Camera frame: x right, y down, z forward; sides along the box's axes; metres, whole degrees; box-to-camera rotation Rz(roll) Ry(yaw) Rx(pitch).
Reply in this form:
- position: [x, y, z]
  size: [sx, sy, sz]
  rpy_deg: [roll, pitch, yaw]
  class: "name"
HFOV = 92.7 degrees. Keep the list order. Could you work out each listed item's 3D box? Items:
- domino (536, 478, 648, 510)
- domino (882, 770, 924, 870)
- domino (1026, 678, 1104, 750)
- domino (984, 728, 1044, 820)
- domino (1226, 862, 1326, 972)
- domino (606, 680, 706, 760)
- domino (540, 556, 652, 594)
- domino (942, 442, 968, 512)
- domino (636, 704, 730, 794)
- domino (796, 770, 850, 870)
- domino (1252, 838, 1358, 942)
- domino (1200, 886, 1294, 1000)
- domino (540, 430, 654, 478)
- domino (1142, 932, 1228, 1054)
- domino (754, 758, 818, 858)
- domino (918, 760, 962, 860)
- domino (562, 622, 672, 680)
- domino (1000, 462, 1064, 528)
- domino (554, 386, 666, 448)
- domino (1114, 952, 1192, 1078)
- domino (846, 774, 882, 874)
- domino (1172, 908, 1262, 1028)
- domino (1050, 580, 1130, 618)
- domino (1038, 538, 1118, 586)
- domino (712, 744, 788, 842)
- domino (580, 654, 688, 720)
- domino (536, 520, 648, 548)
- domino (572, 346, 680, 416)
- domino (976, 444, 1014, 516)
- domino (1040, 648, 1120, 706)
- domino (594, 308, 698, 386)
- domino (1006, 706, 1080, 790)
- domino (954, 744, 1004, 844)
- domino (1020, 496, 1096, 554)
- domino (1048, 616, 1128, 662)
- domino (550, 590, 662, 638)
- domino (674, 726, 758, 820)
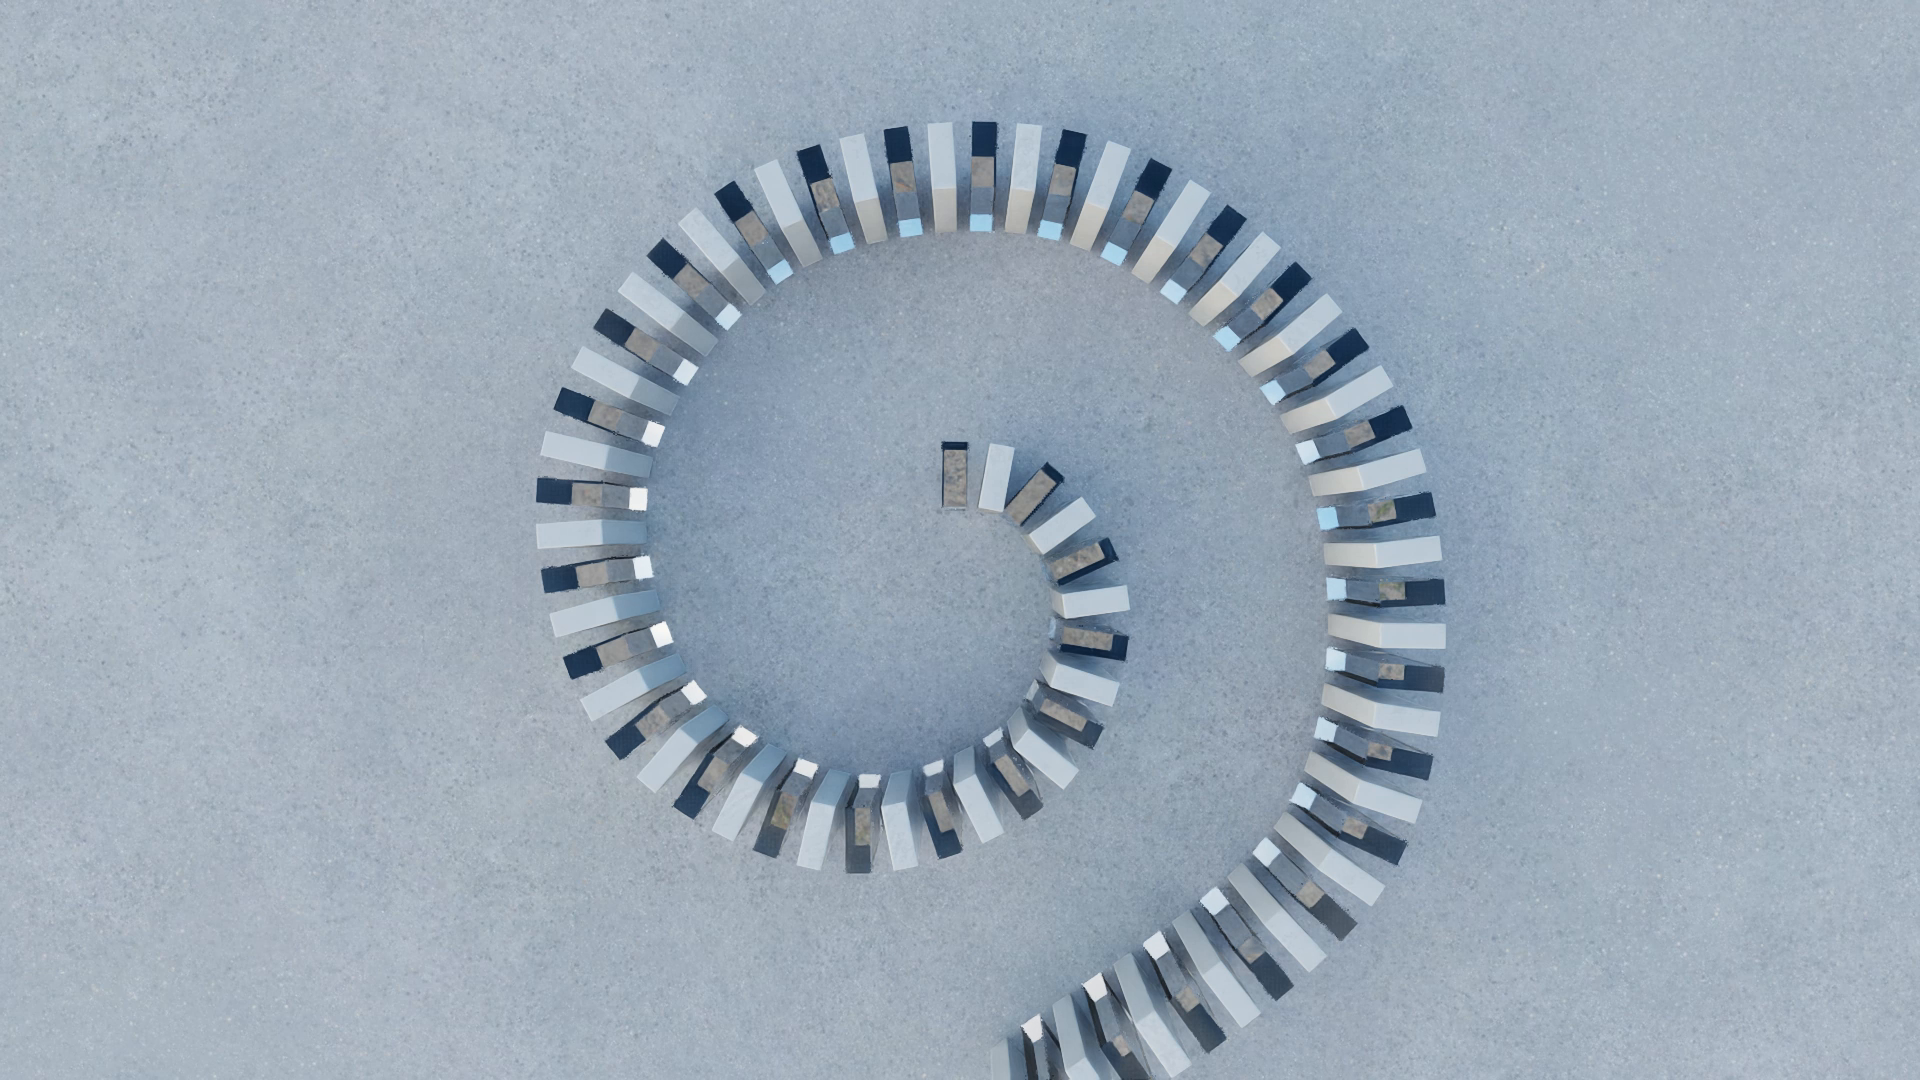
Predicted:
- position: [-0.149, -0.018, 0.375]
  size: [0.025, 0.050, 0.010]
  rpy_deg: [3, 90, 0]
  class: "domino"
- position: [-0.023, 0.113, 0.375]
  size: [0.009, 0.050, 0.025]
  rpy_deg: [-11, 90, 0]
  class: "domino"
- position: [0.042, 0.070, 0.375]
  size: [0.025, 0.050, 0.009]
  rpy_deg: [27, 90, 0]
  class: "domino"
- position: [0.021, 0.095, 0.375]
  size: [0.009, 0.050, 0.025]
  rpy_deg: [-35, 90, 0]
  class: "domino"
- position: [0.128, 0.153, 0.375]
  size: [0.009, 0.050, 0.025]
  rpy_deg: [-43, 90, 0]
  class: "domino"
- position: [-0.123, 0.073, 0.375]
  size: [0.025, 0.050, 0.009]
  rpy_deg: [-39, 90, 0]
  class: "domino"
- position: [-0.147, 0.014, 0.375]
  size: [0.025, 0.050, 0.009]
  rpy_deg: [-10, 90, 0]
  class: "domino"
- position: [-0.002, -0.025, 0.375]
  size: [0.009, 0.050, 0.025]
  rpy_deg: [1, 90, 0]
  class: "domino"
- position: [-0.112, 0.084, 0.375]
  size: [0.009, 0.050, 0.025]
  rpy_deg: [41, 90, 0]
  class: "domino"
- position: [-0.055, 0.113, 0.375]
  size: [0.009, 0.050, 0.025]
  rpy_deg: [13, 90, 0]
  class: "domino"
- position: [0.140, 0.142, 0.375]
  size: [0.025, 0.050, 0.010]
  rpy_deg: [42, 90, 0]
  class: "domino"
- position: [0.116, 0.164, 0.375]
  size: [0.009, 0.050, 0.025]
  rpy_deg: [-40, 90, 0]
  class: "domino"
- position: [-0.147, -0.034, 0.375]
  size: [0.025, 0.050, 0.009]
  rpy_deg: [13, 90, 0]
  class: "domino"
- position: [0.091, 0.183, 0.375]
  size: [0.009, 0.050, 0.025]
  rpy_deg: [-36, 90, 0]
  class: "domino"
- position: [-0.070, 0.108, 0.375]
  size: [0.009, 0.050, 0.025]
  rpy_deg: [21, 90, 0]
  class: "domino"
- position: [-0.008, 0.109, 0.375]
  size: [0.010, 0.050, 0.025]
  rpy_deg: [-19, 90, 0]
  class: "domino"
- position: [-0.139, 0.045, 0.375]
  size: [0.025, 0.050, 0.009]
  rpy_deg: [-21, 90, 0]
  class: "domino"
- position: [0.029, -0.017, 0.375]
  size: [0.010, 0.050, 0.025]
  rpy_deg: [41, 90, 0]
  class: "domino"
- position: [-0.142, -0.050, 0.375]
  size: [0.025, 0.050, 0.010]
  rpy_deg: [22, 90, 0]
  class: "domino"
- position: [0.078, 0.193, 0.375]
  size: [0.010, 0.050, 0.025]
  rpy_deg: [-35, 90, 0]
  class: "domino"
- position: [-0.039, 0.115, 0.375]
  size: [0.009, 0.050, 0.025]
  rpy_deg: [0, 90, 0]
  class: "domino"
- position: [0.104, 0.174, 0.375]
  size: [0.009, 0.050, 0.025]
  rpy_deg: [-38, 90, 0]
  class: "domino"
- position: [0.052, 0.024, 0.375]
  size: [0.025, 0.050, 0.010]
  rpy_deg: [-8, 90, 0]
  class: "domino"
- position: [0.047, 0.008, 0.375]
  size: [0.025, 0.050, 0.009]
  rpy_deg: [-25, 90, 0]
  class: "domino"
- position: [-0.085, 0.102, 0.375]
  size: [0.010, 0.050, 0.025]
  rpy_deg: [27, 90, 0]
  class: "domino"
- position: [-0.132, 0.059, 0.375]
  size: [0.025, 0.050, 0.010]
  rpy_deg: [-28, 90, 0]
  class: "domino"
- position: [-0.149, -0.002, 0.375]
  size: [0.025, 0.050, 0.009]
  rpy_deg: [-4, 90, 0]
  class: "domino"
- position: [-0.135, -0.064, 0.375]
  size: [0.025, 0.050, 0.009]
  rpy_deg: [28, 90, 0]
  class: "domino"
- position: [0.014, -0.024, 0.375]
  size: [0.009, 0.050, 0.025]
  rpy_deg: [10, 90, 0]
  class: "domino"
- position: [0.048, 0.055, 0.375]
  size: [0.025, 0.050, 0.010]
  rpy_deg: [18, 90, 0]
  class: "domino"
- position: [-0.127, -0.078, 0.375]
  size: [0.025, 0.050, 0.010]
  rpy_deg: [33, 90, 0]
  class: "domino"
- position: [0.033, 0.084, 0.375]
  size: [0.025, 0.050, 0.010]
  rpy_deg: [40, 90, 0]
  class: "domino"
- position: [0.007, 0.103, 0.375]
  size: [0.010, 0.050, 0.025]
  rpy_deg: [-27, 90, 0]
  class: "domino"
- position: [0.039, -0.006, 0.375]
  size: [0.025, 0.050, 0.010]
  rpy_deg: [-36, 90, 0]
  class: "domino"
- position: [0.051, 0.040, 0.375]
  size: [0.025, 0.050, 0.010]
  rpy_deg: [9, 90, 0]
  class: "domino"
- position: [-0.144, 0.029, 0.375]
  size: [0.025, 0.050, 0.010]
  rpy_deg: [-16, 90, 0]
  class: "domino"
- position: [-0.099, 0.094, 0.375]
  size: [0.010, 0.050, 0.025]
  rpy_deg: [33, 90, 0]
  class: "domino"
